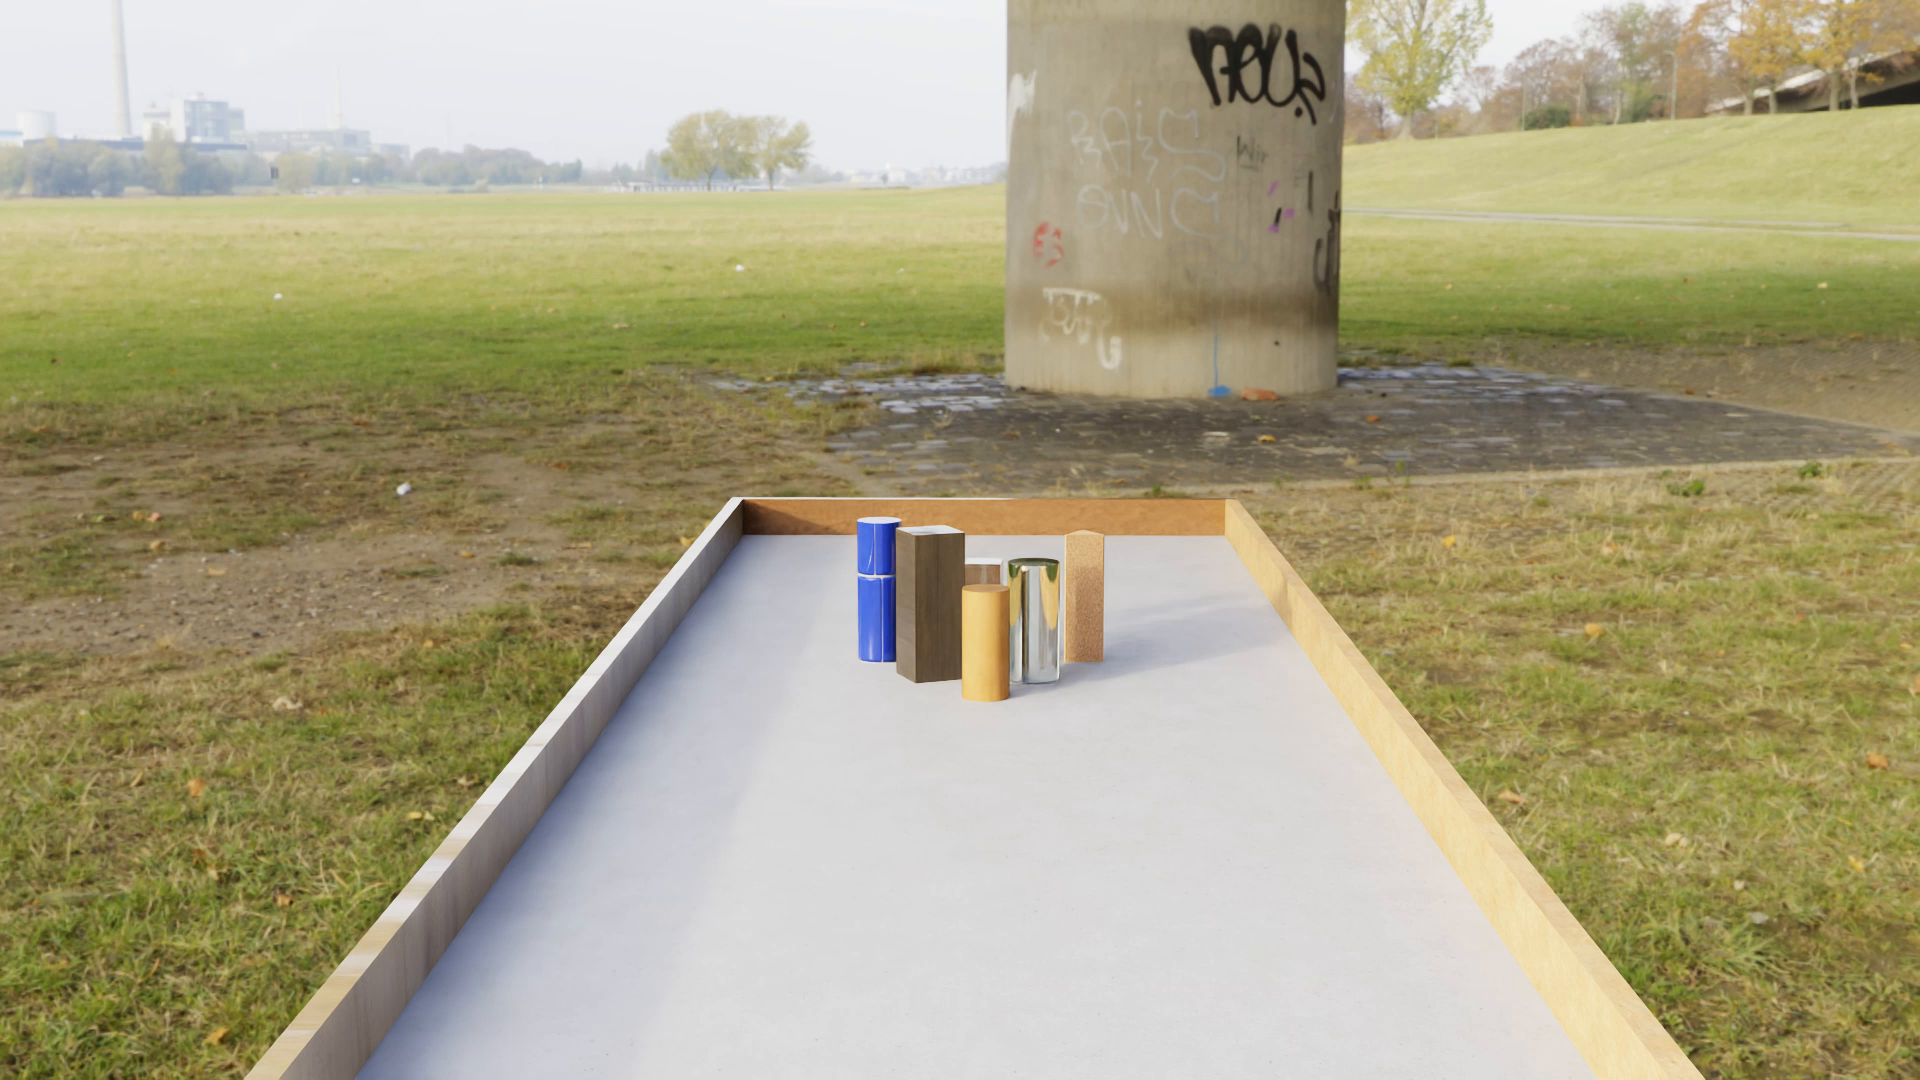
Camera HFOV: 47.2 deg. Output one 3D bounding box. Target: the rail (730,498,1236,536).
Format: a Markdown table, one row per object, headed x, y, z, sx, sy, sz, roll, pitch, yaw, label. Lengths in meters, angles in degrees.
| x | y | z | sx | sy | sz | roll | pitch | yaw | label |
| --- | --- | --- | --- | --- | --- | --- | --- | --- | --- |
| 0.099 | -0.098 | 9.147 | 2.100 | 0.150 | 0.050 | 0 | 9 | 1 | rail |

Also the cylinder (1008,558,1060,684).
| x | y | z | sx | sy | sz | roll | pitch | yaw | label |
| --- | --- | --- | --- | --- | --- | --- | --- | --- | --- |
| 0.214 | 0.235 | 6.413 | 0.153 | 0.348 | 0.153 | 0 | 9 | 0 | cylinder |

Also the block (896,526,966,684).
| x | y | z | sx | sy | sz | roll | pitch | yaw | label |
| --- | --- | --- | --- | --- | --- | --- | --- | --- | --- |
| -0.087 | 0.186 | 6.447 | 0.156 | 0.435 | 0.156 | -4 | 10 | -22 | block |

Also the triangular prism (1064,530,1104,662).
| x | y | z | sx | sy | sz | roll | pitch | yaw | label |
| --- | --- | --- | --- | --- | --- | --- | --- | --- | --- |
| 0.375 | 0.169 | 6.694 | 0.117 | 0.390 | 0.101 | 0 | 9 | -1 | triangular prism |

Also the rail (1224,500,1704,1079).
| x | y | z | sx | sy | sz | roll | pitch | yaw | label |
| --- | --- | --- | --- | --- | --- | --- | --- | --- | --- |
| 1.046 | 0.843 | 3.208 | 0.050 | 0.150 | 12.000 | 0 | 9 | 1 | rail |

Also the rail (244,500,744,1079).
| x | y | z | sx | sy | sz | roll | pitch | yaw | label |
| --- | --- | --- | --- | --- | --- | --- | --- | --- | --- |
| -1.004 | 0.839 | 3.234 | 0.050 | 0.150 | 12.000 | 0 | 9 | 1 | rail |

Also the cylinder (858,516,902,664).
| x | y | z | sx | sy | sz | roll | pitch | yaw | label |
| --- | --- | --- | --- | --- | --- | --- | --- | --- | --- |
| -0.244 | 0.152 | 6.684 | 0.134 | 0.429 | 0.134 | 0 | 9 | 0 | cylinder |

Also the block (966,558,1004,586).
| x | y | z | sx | sy | sz | roll | pitch | yaw | label |
| --- | --- | --- | --- | --- | --- | --- | --- | --- | --- |
| 0.073 | 0.214 | 6.690 | 0.108 | 0.303 | 0.108 | 1 | 9 | 6 | block |

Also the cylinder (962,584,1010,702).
| x | y | z | sx | sy | sz | roll | pitch | yaw | label |
| --- | --- | --- | --- | --- | --- | --- | --- | --- | --- |
| 0.073 | 0.289 | 6.192 | 0.135 | 0.311 | 0.135 | 0 | 9 | 0 | cylinder |
